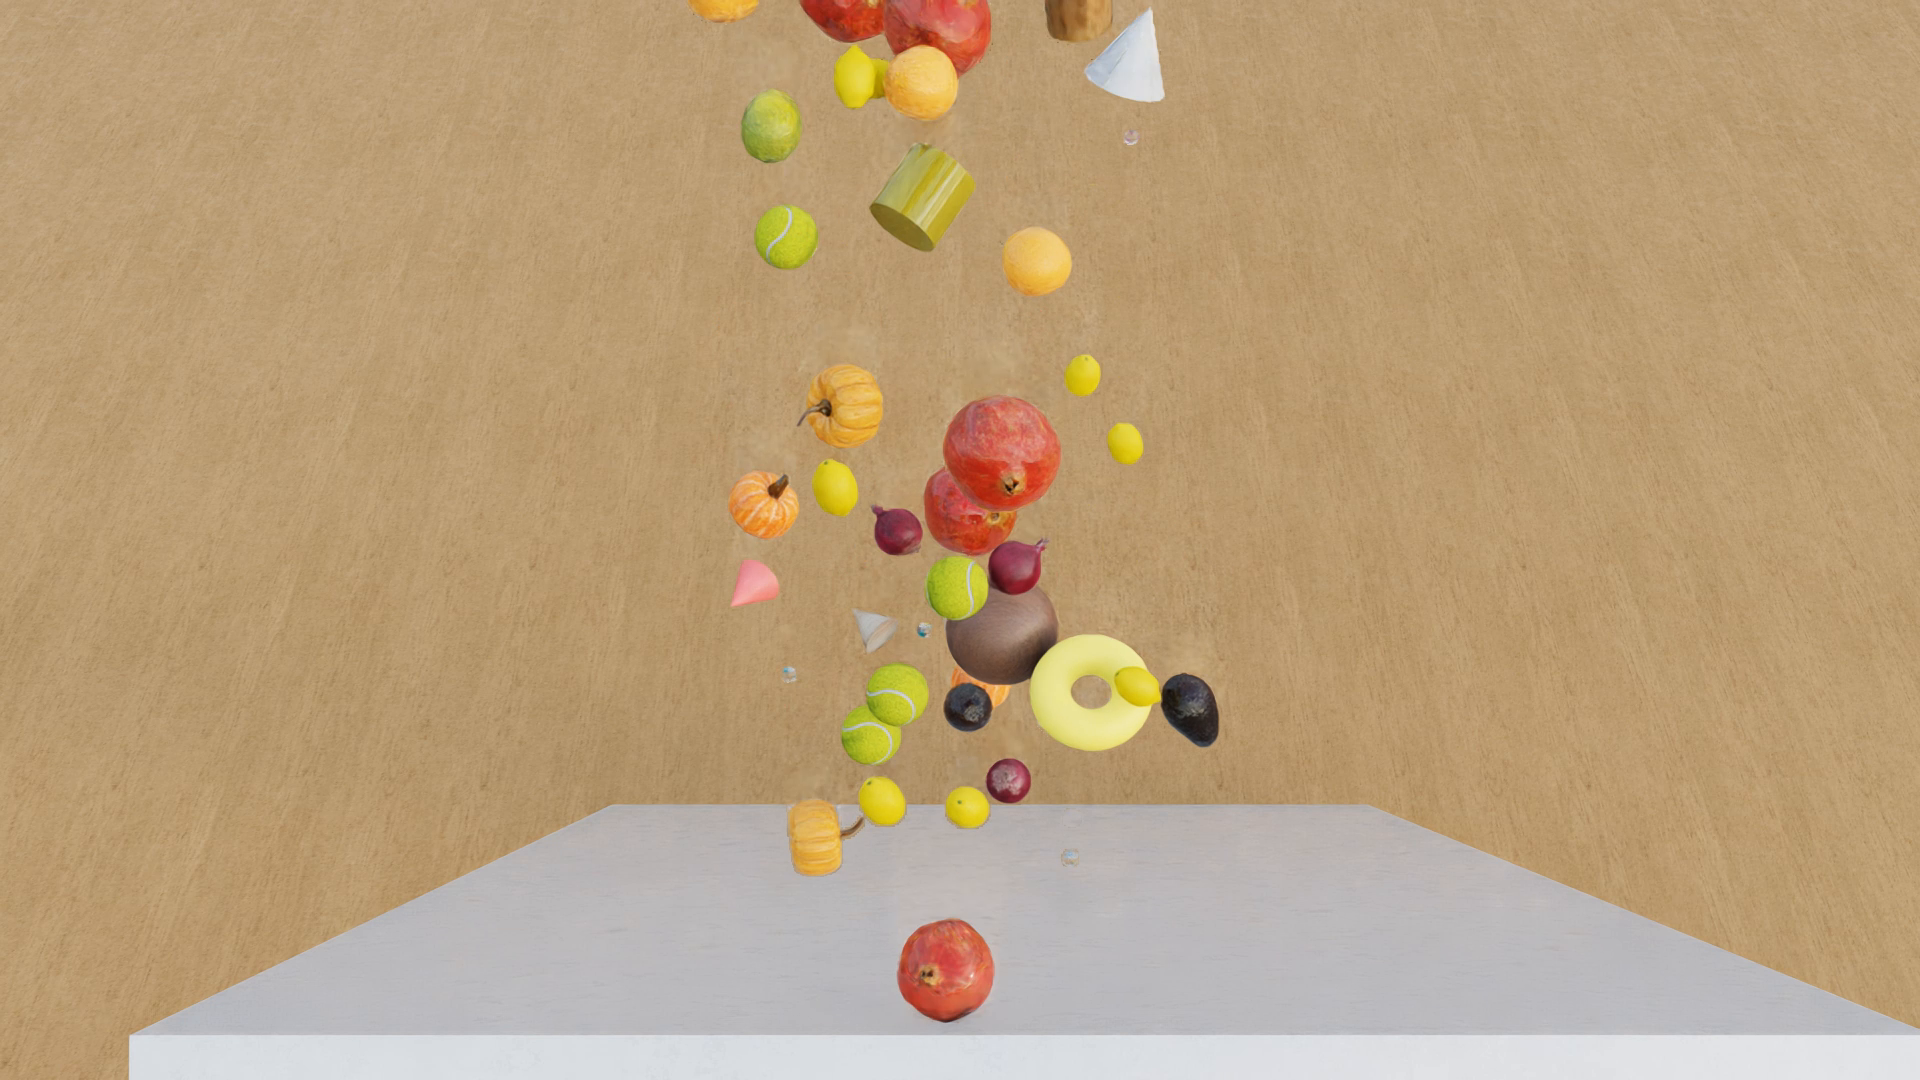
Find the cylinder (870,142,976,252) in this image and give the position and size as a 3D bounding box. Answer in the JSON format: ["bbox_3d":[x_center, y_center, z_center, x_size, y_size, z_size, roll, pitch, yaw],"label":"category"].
[{"bbox_3d":[-0.041,-0.378,2.868,0.085,0.085,0.085,26,75,31],"label":"cylinder"}]

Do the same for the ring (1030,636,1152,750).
[{"bbox_3d":[0.146,0.169,2.882,0.137,0.046,0.137,0,63,0],"label":"ring"}]

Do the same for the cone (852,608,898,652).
[{"bbox_3d":[-0.107,0.094,2.983,0.051,0.051,0.051,42,51,21],"label":"cone"}]

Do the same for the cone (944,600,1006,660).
[{"bbox_3d":[0.030,0.094,3.131,0.072,0.072,0.072,-43,34,17],"label":"cone"}]

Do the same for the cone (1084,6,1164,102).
[{"bbox_3d":[0.176,-0.492,2.578,0.084,0.084,0.084,14,30,-8],"label":"cone"}]

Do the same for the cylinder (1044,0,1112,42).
[{"bbox_3d":[0.126,-0.583,2.793,0.070,0.070,0.070,-6,38,5],"label":"cylinder"}]

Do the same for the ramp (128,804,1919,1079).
[{"bbox_3d":[0.079,0.674,4.877,2.000,0.100,4.000,0,-2,0],"label":"ramp"}]
